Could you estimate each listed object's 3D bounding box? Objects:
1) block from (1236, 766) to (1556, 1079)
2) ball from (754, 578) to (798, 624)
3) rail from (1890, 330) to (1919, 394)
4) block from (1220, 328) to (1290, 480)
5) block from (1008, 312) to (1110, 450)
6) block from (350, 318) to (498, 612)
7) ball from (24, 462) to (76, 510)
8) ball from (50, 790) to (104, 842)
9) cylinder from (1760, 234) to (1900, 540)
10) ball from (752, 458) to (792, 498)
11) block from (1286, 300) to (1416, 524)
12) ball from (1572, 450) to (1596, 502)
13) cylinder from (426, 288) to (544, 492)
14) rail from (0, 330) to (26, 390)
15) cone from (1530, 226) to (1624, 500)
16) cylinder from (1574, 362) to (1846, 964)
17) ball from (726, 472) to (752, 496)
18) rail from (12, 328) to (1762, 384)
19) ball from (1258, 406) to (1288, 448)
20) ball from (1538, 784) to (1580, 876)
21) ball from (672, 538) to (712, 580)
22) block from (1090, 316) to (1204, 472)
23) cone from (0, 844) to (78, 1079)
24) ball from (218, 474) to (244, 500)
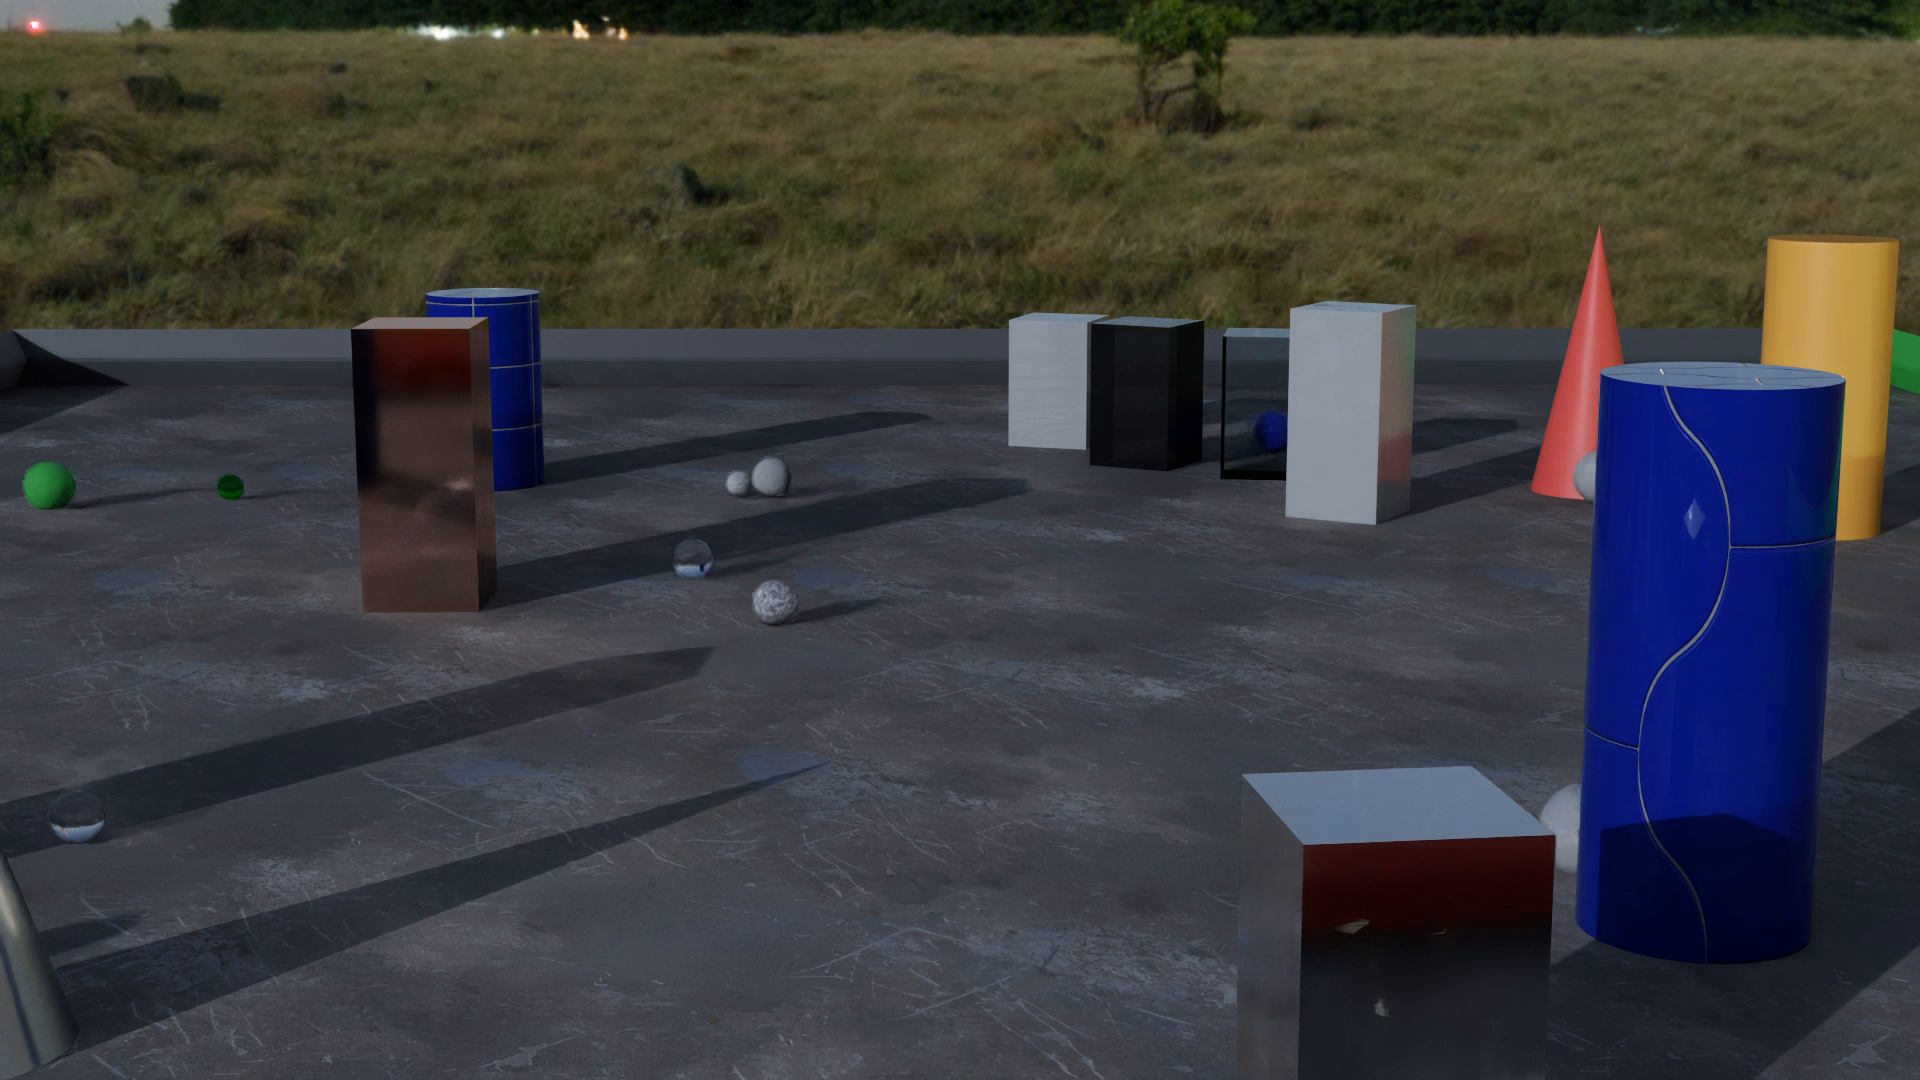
[{"bbox_3d":[0.271,0.298,1.634,0.156,0.269,0.156,-1,11,-7],"label":"block"},{"bbox_3d":[-0.242,0.081,3.376,0.060,0.060,0.060,0,11,0],"label":"ball"},{"bbox_3d":[2.132,0.030,3.461,0.045,0.126,4.971,0,11,0],"label":"rail"},{"bbox_3d":[0.552,-0.245,4.600,0.156,0.254,0.156,2,11,9],"label":"block"},{"bbox_3d":[0.193,-0.311,4.982,0.156,0.243,0.156,4,11,19],"label":"block"},{"bbox_3d":[-0.726,-0.105,3.493,0.156,0.382,0.156,0,11,-1],"label":"block"},{"bbox_3d":[-1.505,-0.091,4.244,0.080,0.080,0.080,0,11,0],"label":"ball"},{"bbox_3d":[-0.836,0.262,2.429,0.050,0.050,0.050,0,11,0],"label":"ball"},{"bbox_3d":[1.356,-0.242,4.026,0.195,0.458,0.195,0,11,0],"label":"cylinder"},{"bbox_3d":[-0.321,-0.106,4.366,0.067,0.067,0.067,0,11,0],"label":"ball"},{"bbox_3d":[0.637,-0.210,4.180,0.156,0.339,0.156,6,12,29],"label":"block"},{"bbox_3d":[1.073,-0.107,4.298,0.092,0.092,0.092,0,11,0],"label":"ball"},{"bbox_3d":[-0.829,-0.264,4.482,0.195,0.335,0.195,0,11,0],"label":"cylinder"},{"bbox_3d":[-2.132,0.035,3.437,0.045,0.126,4.971,0,11,0],"label":"rail"},{"bbox_3d":[1.086,-0.311,4.397,0.195,0.459,0.195,0,11,0],"label":"cone"},{"bbox_3d":[0.626,0.097,2.155,0.195,0.474,0.195,0,11,0],"label":"cylinder"},{"bbox_3d":[-0.377,-0.095,4.371,0.043,0.043,0.043,0,11,0],"label":"ball"},{"bbox_3d":[-0.014,-0.417,5.870,4.311,0.126,0.045,0,11,0],"label":"rail"},{"bbox_3d":[0.611,-0.217,4.925,0.081,0.081,0.081,0,11,0],"label":"ball"},{"bbox_3d":[0.566,0.263,2.326,0.085,0.085,0.085,0,11,0],"label":"ball"},{"bbox_3d":[-0.383,0.027,3.666,0.059,0.059,0.059,0,11,0],"label":"ball"},{"bbox_3d":[0.345,-0.271,4.723,0.156,0.261,0.156,6,12,29],"label":"block"},{"bbox_3d":[-0.765,0.224,1.899,0.195,0.318,0.195,0,11,0],"label":"cone"},{"bbox_3d":[-1.233,-0.090,4.339,0.044,0.044,0.044,0,11,0],"label":"ball"}]
